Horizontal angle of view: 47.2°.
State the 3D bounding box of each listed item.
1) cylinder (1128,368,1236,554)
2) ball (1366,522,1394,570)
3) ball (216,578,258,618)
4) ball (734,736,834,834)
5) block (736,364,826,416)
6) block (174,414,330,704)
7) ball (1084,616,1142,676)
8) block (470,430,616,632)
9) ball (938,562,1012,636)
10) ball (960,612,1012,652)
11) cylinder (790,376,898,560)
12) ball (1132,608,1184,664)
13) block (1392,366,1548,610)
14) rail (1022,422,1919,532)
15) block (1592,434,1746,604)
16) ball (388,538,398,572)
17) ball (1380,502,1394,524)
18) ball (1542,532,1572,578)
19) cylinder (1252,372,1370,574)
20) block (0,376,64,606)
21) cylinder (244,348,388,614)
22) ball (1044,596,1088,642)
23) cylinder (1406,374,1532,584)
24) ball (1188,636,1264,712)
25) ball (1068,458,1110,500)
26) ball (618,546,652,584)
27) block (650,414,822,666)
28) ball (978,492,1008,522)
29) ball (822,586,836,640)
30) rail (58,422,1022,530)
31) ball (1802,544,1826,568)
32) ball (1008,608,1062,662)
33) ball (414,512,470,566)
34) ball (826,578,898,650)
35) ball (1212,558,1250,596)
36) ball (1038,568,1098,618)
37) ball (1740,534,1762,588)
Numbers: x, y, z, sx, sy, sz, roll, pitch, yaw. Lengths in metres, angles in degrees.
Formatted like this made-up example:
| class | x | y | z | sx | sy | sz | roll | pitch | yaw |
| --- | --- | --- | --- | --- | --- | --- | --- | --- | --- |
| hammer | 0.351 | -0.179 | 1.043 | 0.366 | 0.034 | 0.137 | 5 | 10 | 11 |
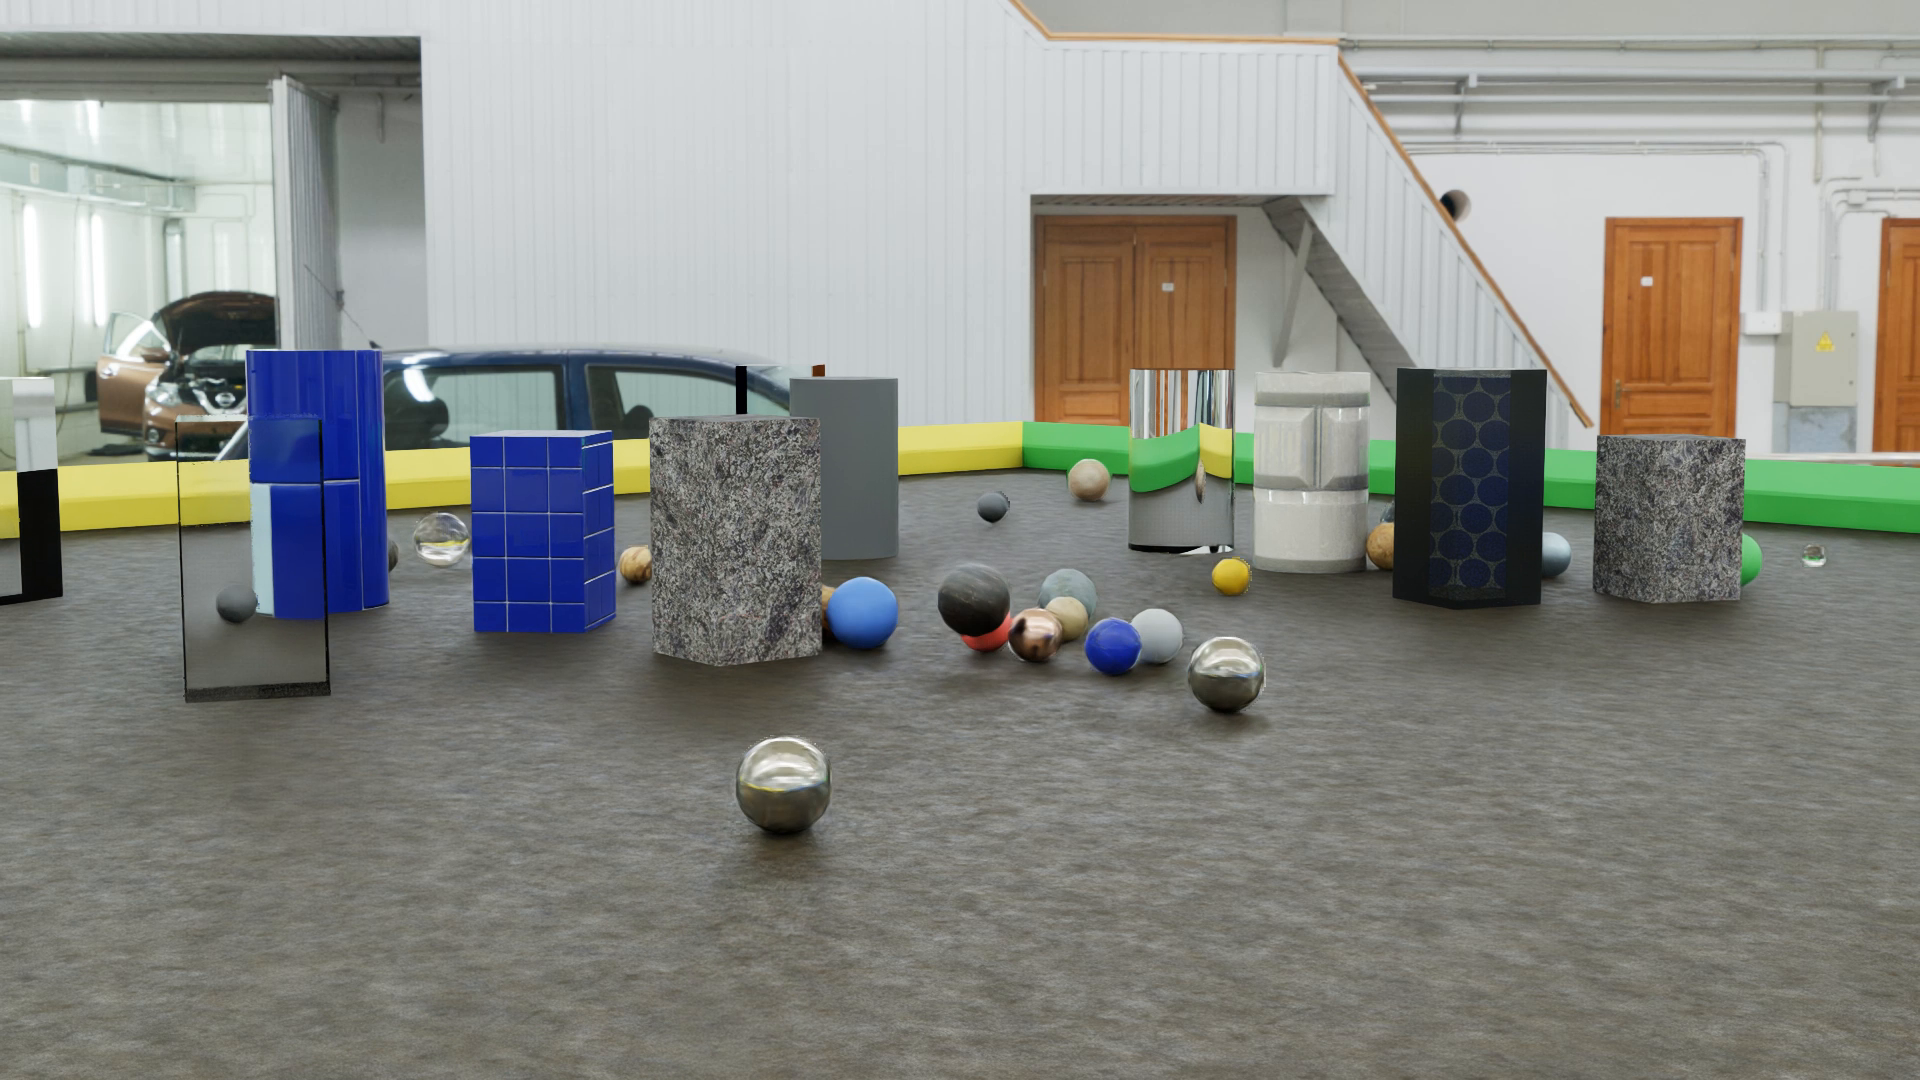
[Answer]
| class | x | y | z | sx | sy | sz | roll | pitch | yaw |
| --- | --- | --- | --- | --- | --- | --- | --- | --- | --- |
| cylinder | 0.416 | -0.152 | 4.122 | 0.199 | 0.336 | 0.199 | 0 | 6 | 0 |
| ball | 0.741 | 0.011 | 3.784 | 0.082 | 0.082 | 0.082 | 0 | 6 | 0 |
| ball | -1.053 | 0.084 | 3.199 | 0.058 | 0.058 | 0.058 | 0 | 6 | 0 |
| ball | -0.150 | 0.209 | 1.876 | 0.084 | 0.084 | 0.084 | 0 | 6 | 0 |
| block | -0.376 | -0.203 | 4.640 | 0.159 | 0.331 | 0.159 | 1 | 6 | 7 |
| block | -0.832 | 0.016 | 2.587 | 0.159 | 0.320 | 0.159 | -2 | 6 | -18 |
| ball | 0.188 | 0.130 | 2.700 | 0.073 | 0.073 | 0.073 | 0 | 6 | 0 |
| block | -0.590 | -0.015 | 3.122 | 0.159 | 0.272 | 0.159 | 1 | 6 | 7 |
| ball | 0.018 | 0.075 | 2.759 | 0.092 | 0.092 | 0.092 | 0 | 6 | 0 |
| ball | 0.033 | 0.111 | 2.877 | 0.070 | 0.070 | 0.070 | 0 | 6 | 0 |
| cylinder | -0.212 | -0.135 | 4.027 | 0.199 | 0.322 | 0.199 | 0 | 6 | 0 |
| ball | 0.247 | 0.122 | 2.780 | 0.071 | 0.071 | 0.071 | 0 | 6 | 0 |
| block | 0.779 | -0.084 | 3.368 | 0.159 | 0.357 | 0.159 | -3 | 7 | -24 |
| rail | 1.561 | -0.116 | 4.765 | 0.045 | 0.129 | 4.128 | -5 | 8 | -42 |
| block | 1.108 | -0.037 | 3.441 | 0.159 | 0.248 | 0.159 | -2 | 6 | -17 |
| ball | -0.981 | 0.025 | 3.695 | 0.070 | 0.070 | 0.070 | 0 | 6 | 0 |
| ball | 0.840 | -0.032 | 4.145 | 0.094 | 0.094 | 0.094 | 0 | 6 | 0 |
| ball | 0.987 | 0.025 | 3.687 | 0.075 | 0.075 | 0.075 | 0 | 6 | 0 |
| cylinder | 0.610 | -0.121 | 3.821 | 0.199 | 0.338 | 0.199 | 0 | 6 | 0 |
| block | -1.507 | -0.077 | 3.382 | 0.159 | 0.341 | 0.159 | 3 | 7 | 25 |
| cylinder | -0.969 | -0.094 | 3.321 | 0.199 | 0.386 | 0.199 | 0 | 6 | 0 |
| ball | 0.142 | 0.107 | 2.962 | 0.062 | 0.062 | 0.062 | 0 | 6 | 0 |
| cylinder | 0.851 | -0.107 | 3.685 | 0.199 | 0.338 | 0.199 | 0 | 6 | 0 |
| ball | 0.296 | 0.149 | 2.447 | 0.085 | 0.085 | 0.085 | 0 | 6 | 0 |
| ball | 0.303 | -0.141 | 5.164 | 0.099 | 0.099 | 0.099 | 0 | 6 | 0 |
| ball | -0.527 | 0.041 | 3.597 | 0.062 | 0.062 | 0.062 | 0 | 6 | 0 |
| block | -0.292 | -0.005 | 2.855 | 0.159 | 0.307 | 0.159 | -5 | 8 | -39 |
| ball | 0.068 | -0.070 | 4.645 | 0.064 | 0.064 | 0.064 | 0 | 6 | 0 |
| ball | -0.186 | 0.099 | 2.976 | 0.075 | 0.075 | 0.075 | 0 | 6 | 0 |
| rail | -1.384 | -0.122 | 4.823 | 4.296 | 0.129 | 0.045 | -5 | 8 | -42 |
| ball | 1.484 | 0.028 | 3.820 | 0.042 | 0.042 | 0.042 | 0 | 6 | 0 |
| ball | 0.096 | 0.121 | 2.793 | 0.069 | 0.069 | 0.069 | 0 | 6 | 0 |
| ball | -0.903 | -0.001 | 3.832 | 0.096 | 0.096 | 0.096 | 0 | 6 | 0 |
| ball | -0.128 | 0.097 | 2.899 | 0.095 | 0.095 | 0.095 | 0 | 6 | 0 |
| ball | 0.425 | 0.057 | 3.454 | 0.058 | 0.058 | 0.058 | 0 | 6 | 0 |
| ball | 0.152 | 0.082 | 3.098 | 0.083 | 0.083 | 0.083 | 0 | 6 | 0 |
| ball | 1.242 | 0.032 | 3.537 | 0.092 | 0.092 | 0.092 | 0 | 6 | 0 |
